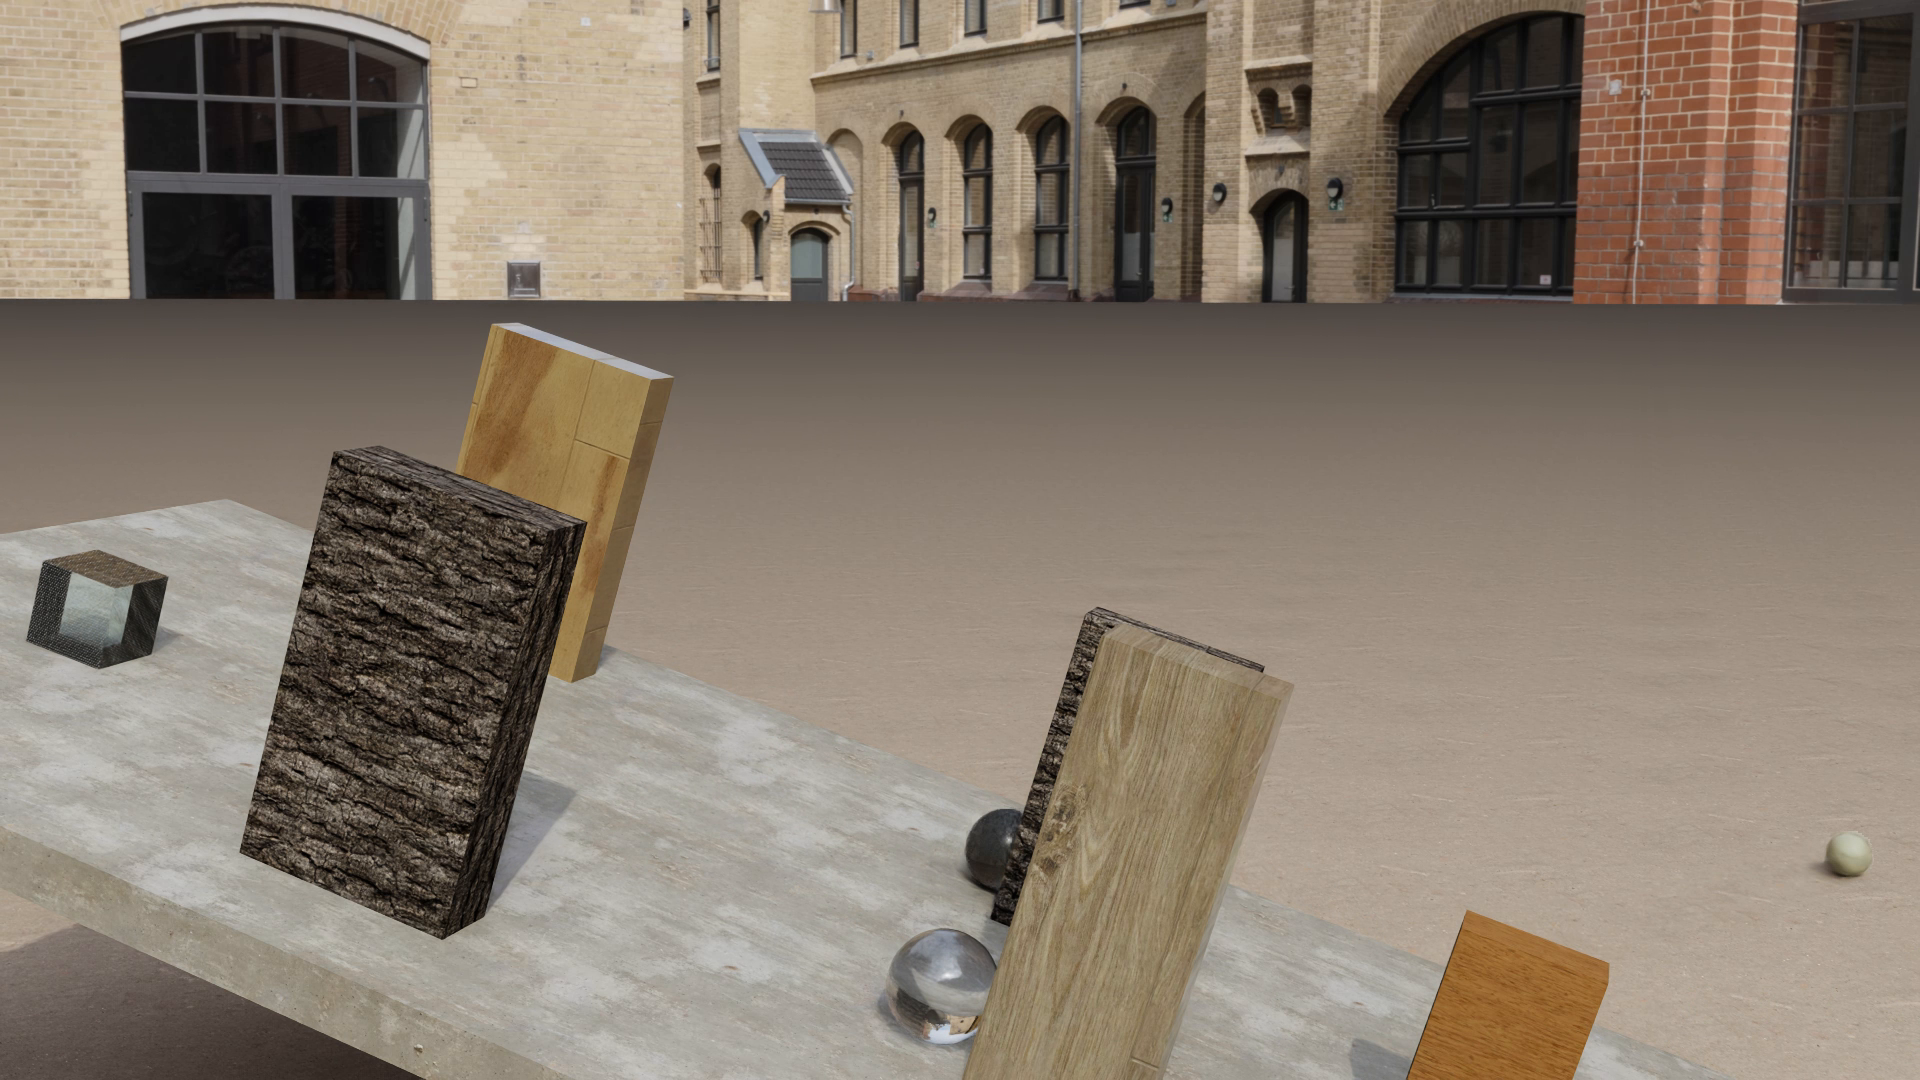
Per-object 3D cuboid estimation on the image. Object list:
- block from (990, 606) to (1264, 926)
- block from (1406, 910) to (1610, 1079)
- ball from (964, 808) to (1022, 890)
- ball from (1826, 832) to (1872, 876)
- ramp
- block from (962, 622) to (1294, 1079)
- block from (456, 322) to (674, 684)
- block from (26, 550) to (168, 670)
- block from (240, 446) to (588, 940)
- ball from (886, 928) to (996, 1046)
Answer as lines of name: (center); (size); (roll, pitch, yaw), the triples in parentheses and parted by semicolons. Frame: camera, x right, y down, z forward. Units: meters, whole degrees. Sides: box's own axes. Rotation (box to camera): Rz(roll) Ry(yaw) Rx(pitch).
block: (0.324, 0.497, 4.298); (0.347, 0.648, 0.103); (20, 12, 14)
block: (0.908, 0.894, 3.751); (0.250, 0.448, 0.113); (20, 12, 14)
ball: (0.095, 0.637, 4.517); (0.169, 0.169, 0.169); (0, 7, 0)
ball: (2.738, 0.970, 6.775); (0.133, 0.133, 0.133); (0, 7, 0)
ramp: (-0.366, 0.703, 4.232); (4.000, 0.100, 2.000); (20, 12, 14)
block: (0.270, 0.561, 3.572); (0.299, 0.788, 0.137); (20, 12, 14)
block: (-0.956, -0.088, 5.056); (0.410, 0.727, 0.124); (20, 12, 14)
block: (-1.706, 0.135, 4.353); (0.168, 0.168, 0.168); (19, 12, 12)
block: (-0.902, 0.246, 3.612); (0.395, 0.706, 0.137); (20, 12, 14)
ball: (-0.029, 0.756, 3.723); (0.194, 0.194, 0.194); (0, 7, 0)
